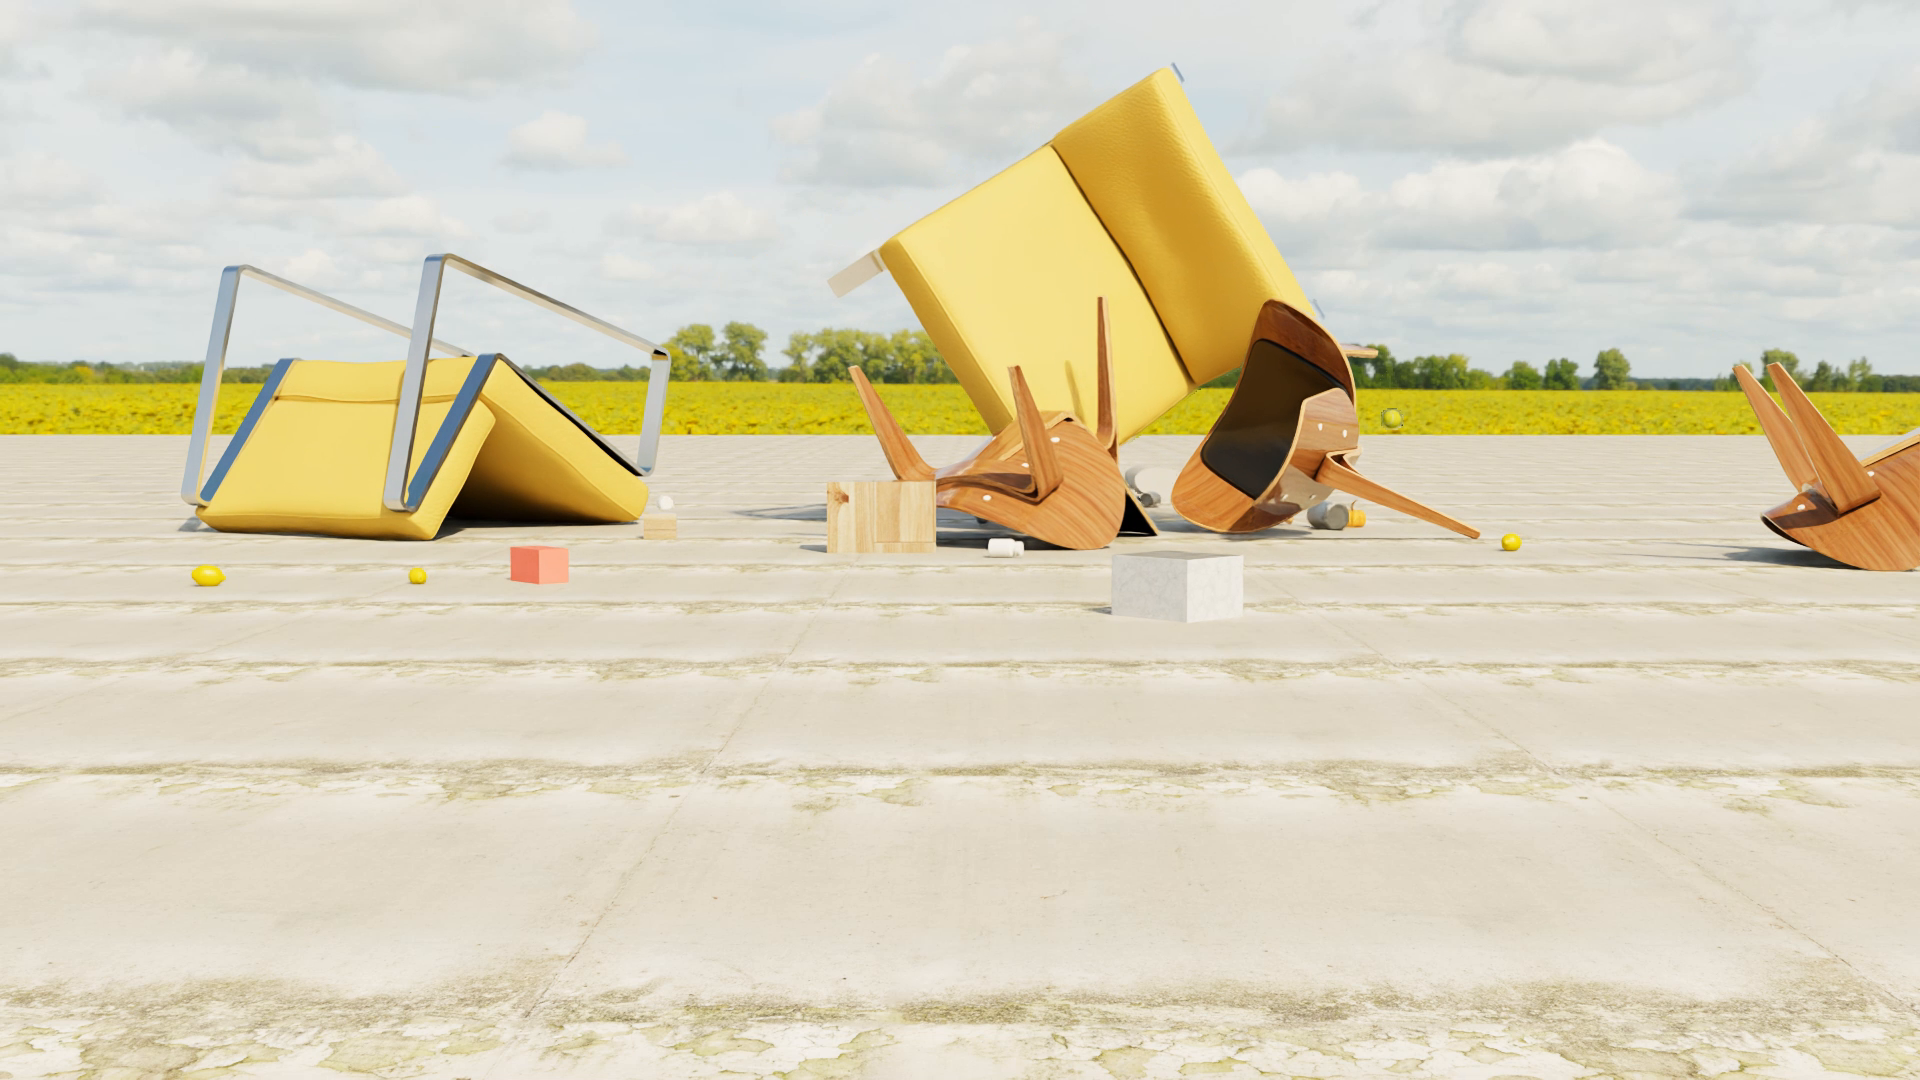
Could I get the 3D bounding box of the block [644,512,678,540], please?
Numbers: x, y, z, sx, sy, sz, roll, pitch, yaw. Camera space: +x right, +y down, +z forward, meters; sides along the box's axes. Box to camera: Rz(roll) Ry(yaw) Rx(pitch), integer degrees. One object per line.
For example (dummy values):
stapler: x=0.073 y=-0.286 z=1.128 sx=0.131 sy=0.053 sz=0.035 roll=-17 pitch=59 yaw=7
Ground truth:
block: x=-0.903 y=-0.044 z=6.628 sx=0.097 sy=0.076 sz=0.074 roll=0 pitch=4 yaw=-6

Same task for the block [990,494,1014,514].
block: x=0.154 y=-0.129 z=7.944 sx=0.068 sy=0.066 sz=0.058 roll=-1 pitch=4 yaw=-20

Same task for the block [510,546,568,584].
block: x=-0.981 y=0.058 z=5.129 sx=0.077 sy=0.079 sz=0.134 roll=-3 pitch=5 yaw=-40

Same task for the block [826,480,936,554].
block: x=-0.217 y=-0.066 z=6.085 sx=0.298 sy=0.195 sz=0.141 roll=0 pitch=4 yaw=-2

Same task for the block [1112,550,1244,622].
block: x=0.430 y=0.090 z=4.351 sx=0.170 sy=0.121 sz=0.195 roll=-4 pitch=5 yaw=-44

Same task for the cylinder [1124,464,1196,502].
cylinder: x=0.809 y=-0.233 z=8.930 sx=0.250 sy=0.131 sz=0.279 roll=11 pitch=3 yaw=-5
